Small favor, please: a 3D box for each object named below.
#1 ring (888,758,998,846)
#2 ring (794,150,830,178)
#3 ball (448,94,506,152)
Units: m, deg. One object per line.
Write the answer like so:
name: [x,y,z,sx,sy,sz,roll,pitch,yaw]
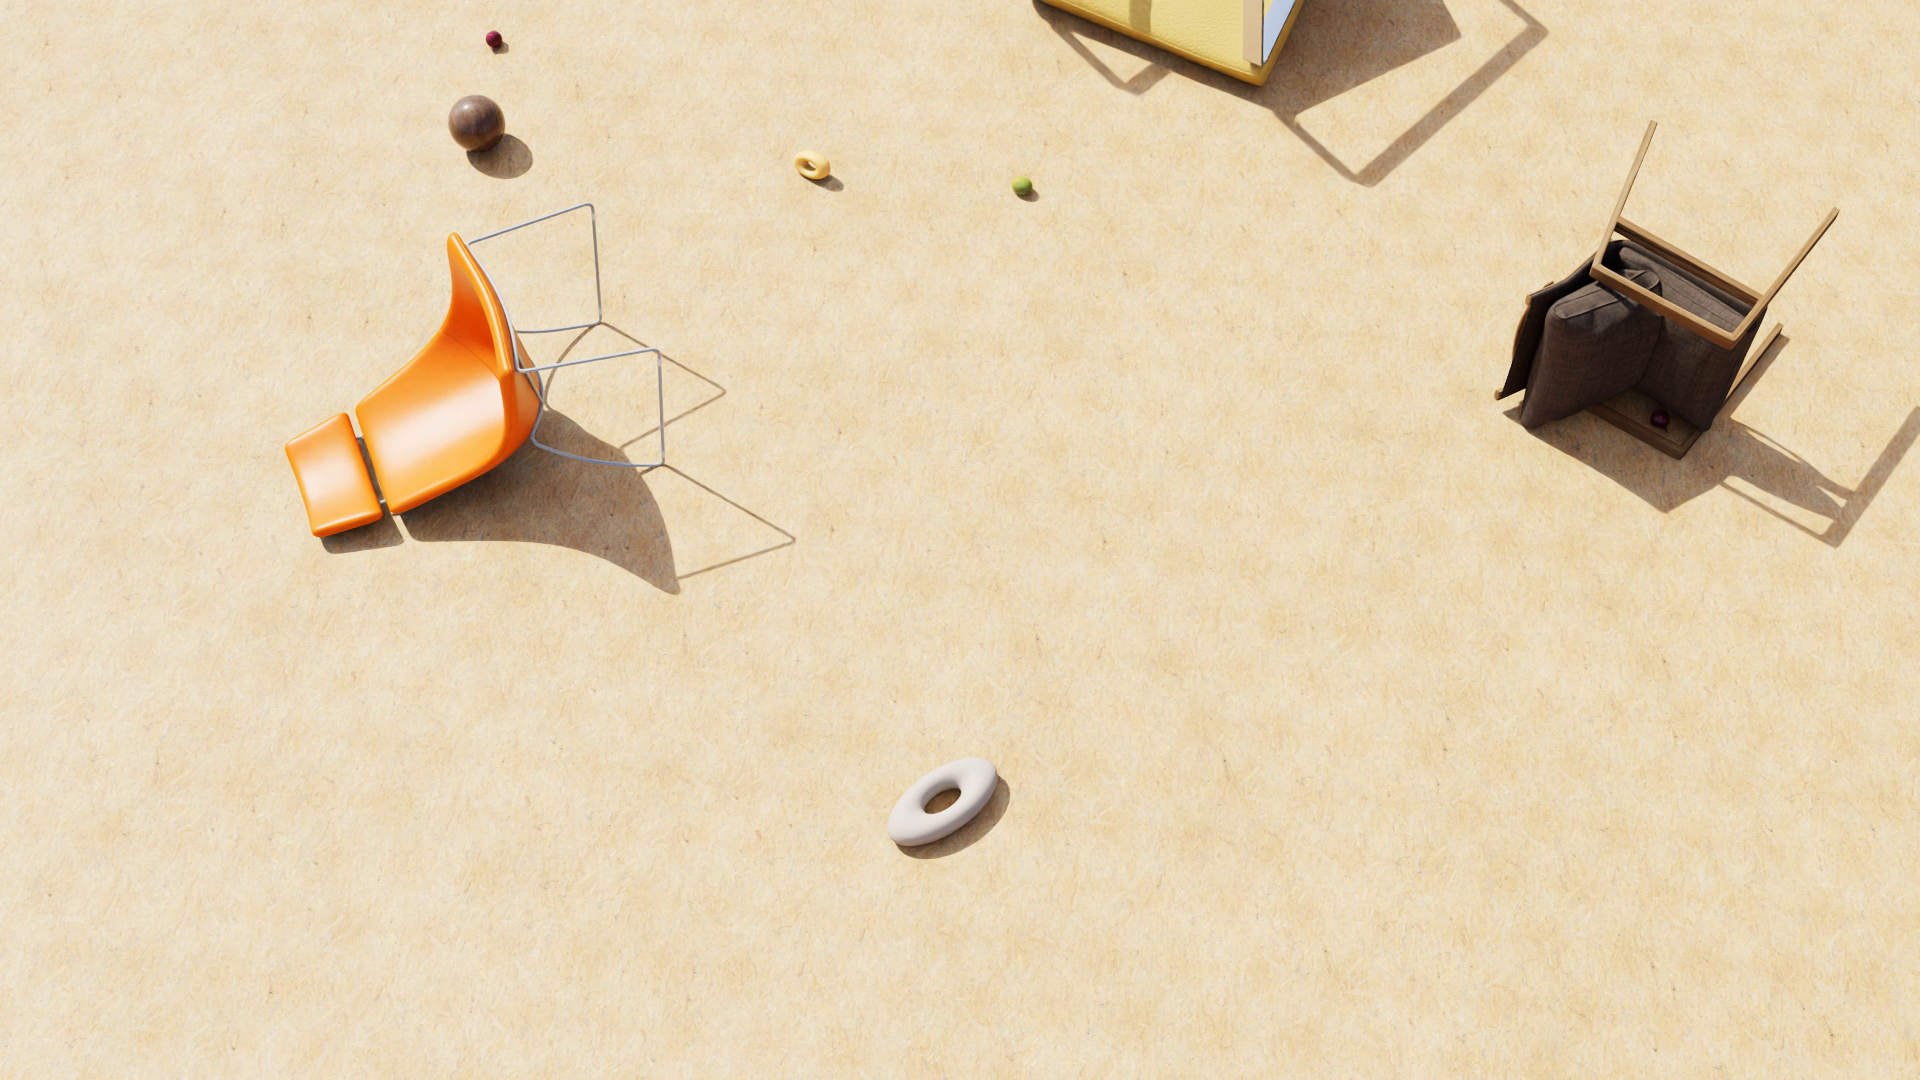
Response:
ring: [-0.047,0.718,6.045,0.360,0.079,0.180,-33,61,-19]
ring: [-0.495,-1.257,7.365,0.145,0.092,0.051,22,40,28]
ball: [-1.626,-1.402,7.399,0.192,0.192,0.192,0,56,0]
